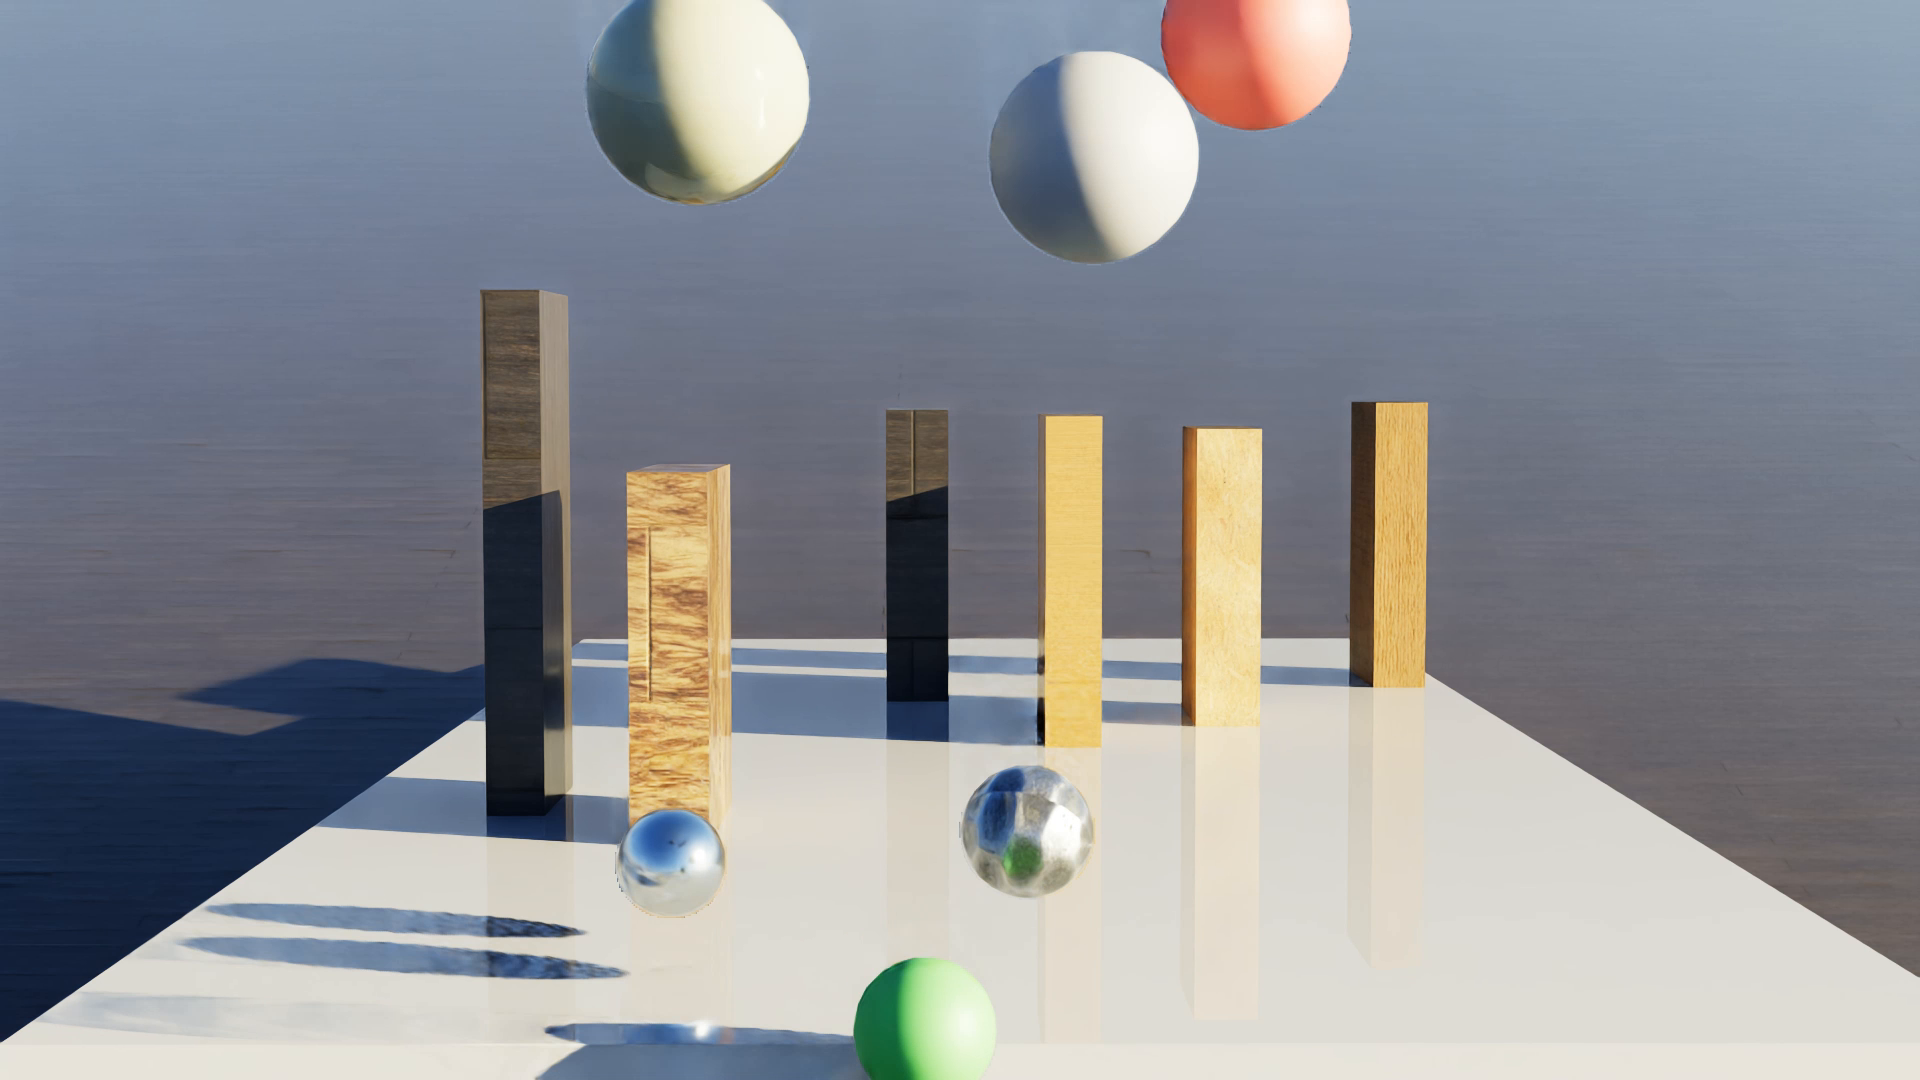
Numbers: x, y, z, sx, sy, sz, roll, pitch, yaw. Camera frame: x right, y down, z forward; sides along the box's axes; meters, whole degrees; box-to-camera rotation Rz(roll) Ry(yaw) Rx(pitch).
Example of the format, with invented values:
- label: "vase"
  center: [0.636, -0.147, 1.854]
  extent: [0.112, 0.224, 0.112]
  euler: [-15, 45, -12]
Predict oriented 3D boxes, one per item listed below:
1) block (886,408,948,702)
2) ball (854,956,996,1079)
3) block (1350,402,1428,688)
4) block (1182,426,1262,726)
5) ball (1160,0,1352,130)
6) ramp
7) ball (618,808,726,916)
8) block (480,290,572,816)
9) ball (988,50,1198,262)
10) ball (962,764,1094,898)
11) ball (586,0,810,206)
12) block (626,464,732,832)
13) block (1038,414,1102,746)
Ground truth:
- label: "block"
  center: [-0.088, 0.021, 5.427]
  extent: [0.126, 0.596, 0.389]
  euler: [0, 4, 0]
- label: "ball"
  center: [-0.034, 0.471, 2.470]
  extent: [0.138, 0.138, 0.138]
  euler: [0, 20, 0]
- label: "block"
  center: [0.937, 0.002, 5.632]
  extent: [0.110, 0.608, 0.336]
  euler: [0, 4, 0]
- label: "block"
  center: [0.507, 0.063, 5.004]
  extent: [0.121, 0.563, 0.312]
  euler: [0, 4, 0]
- label: "ball"
  center: [0.280, -0.479, 2.434]
  extent: [0.179, 0.179, 0.179]
  euler: [0, 20, 0]
- label: "ramp"
  center: [0.047, 0.424, 4.534]
  extent: [2.000, 0.100, 4.000]
  euler: [0, 4, 0]
- label: "ball"
  center: [-0.337, 0.375, 2.999]
  extent: [0.126, 0.126, 0.126]
  euler: [0, 20, 0]
- label: "block"
  center: [-0.670, 0.013, 3.986]
  extent: [0.088, 0.790, 0.285]
  euler: [0, 4, 0]
- label: "ball"
  center: [0.120, -0.343, 2.299]
  extent: [0.188, 0.188, 0.188]
  euler: [0, 20, 0]
- label: "ball"
  center: [0.070, 0.303, 2.677]
  extent: [0.138, 0.138, 0.138]
  euler: [0, 20, 0]
- label: "ball"
  center: [-0.239, -0.408, 2.339]
  extent: [0.203, 0.203, 0.203]
  euler: [0, 20, 0]
- label: "block"
  center: [-0.410, 0.157, 3.787]
  extent: [0.112, 0.526, 0.367]
  euler: [0, 4, 0]
- label: "block"
  center: [0.203, 0.062, 4.797]
  extent: [0.100, 0.591, 0.432]
  euler: [0, 4, 0]
